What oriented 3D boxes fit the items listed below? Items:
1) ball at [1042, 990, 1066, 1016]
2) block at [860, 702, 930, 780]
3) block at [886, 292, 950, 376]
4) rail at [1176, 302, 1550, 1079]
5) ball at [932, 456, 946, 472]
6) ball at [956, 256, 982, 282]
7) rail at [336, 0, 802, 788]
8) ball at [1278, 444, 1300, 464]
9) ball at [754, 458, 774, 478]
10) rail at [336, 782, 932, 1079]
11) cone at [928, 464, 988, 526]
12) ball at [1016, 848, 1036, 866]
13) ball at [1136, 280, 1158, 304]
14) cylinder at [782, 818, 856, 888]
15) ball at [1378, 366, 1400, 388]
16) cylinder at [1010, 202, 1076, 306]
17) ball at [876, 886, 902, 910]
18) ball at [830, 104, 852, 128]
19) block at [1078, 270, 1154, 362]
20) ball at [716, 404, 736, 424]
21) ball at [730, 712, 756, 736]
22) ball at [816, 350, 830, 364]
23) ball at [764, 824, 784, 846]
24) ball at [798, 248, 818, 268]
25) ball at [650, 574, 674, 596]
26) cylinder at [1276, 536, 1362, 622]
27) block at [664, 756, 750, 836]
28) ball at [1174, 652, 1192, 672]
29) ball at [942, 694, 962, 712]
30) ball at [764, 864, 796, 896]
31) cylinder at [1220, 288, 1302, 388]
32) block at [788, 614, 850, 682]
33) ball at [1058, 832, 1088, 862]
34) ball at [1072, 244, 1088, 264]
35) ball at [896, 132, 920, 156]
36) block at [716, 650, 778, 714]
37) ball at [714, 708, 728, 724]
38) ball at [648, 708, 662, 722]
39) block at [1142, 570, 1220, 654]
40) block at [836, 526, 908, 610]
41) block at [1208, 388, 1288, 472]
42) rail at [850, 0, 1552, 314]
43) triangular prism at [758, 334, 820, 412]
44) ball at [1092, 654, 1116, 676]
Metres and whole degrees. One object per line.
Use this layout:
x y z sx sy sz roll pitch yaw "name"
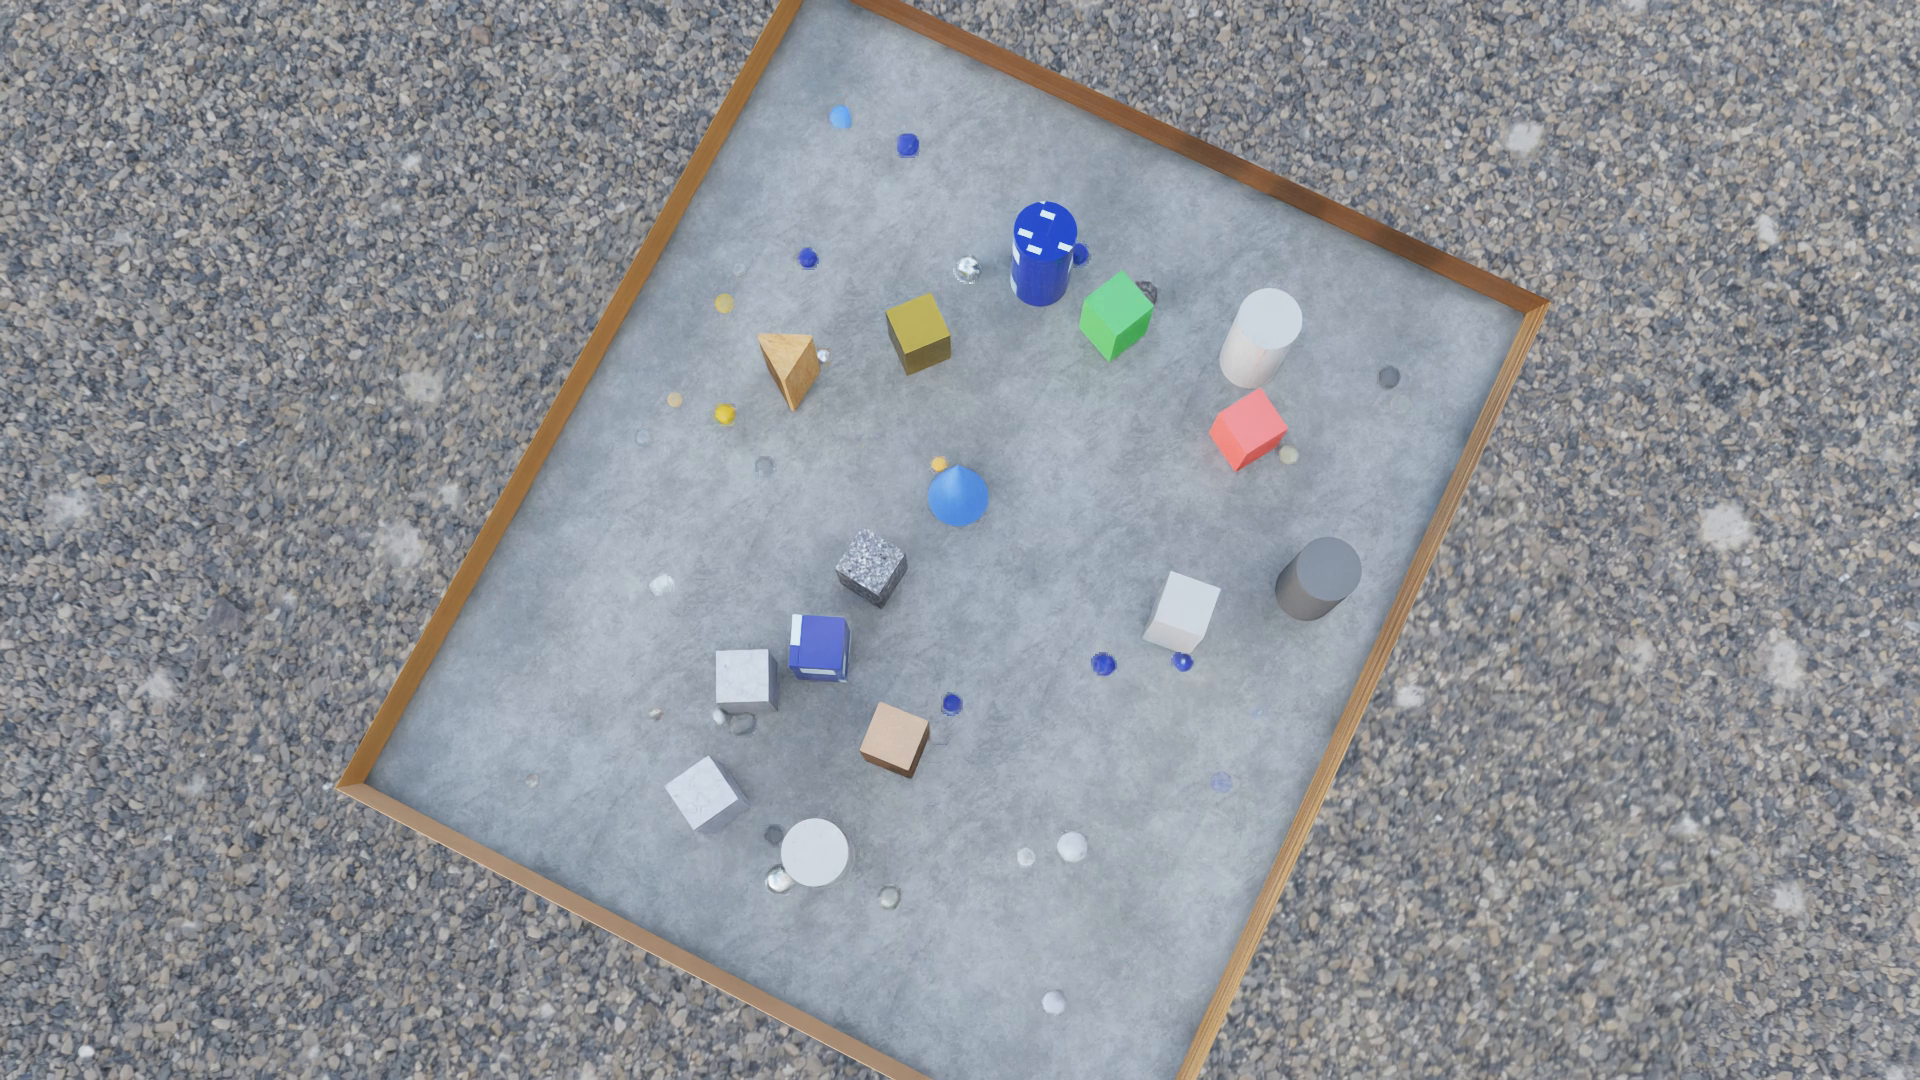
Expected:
0.273 1.338 5.303 0.072 0.072 0.072 0 78 0 "ball"
-0.185 0.585 5.319 0.149 0.346 0.149 22 79 4 "block"
-0.127 -0.631 5.631 0.149 0.228 0.149 -23 79 -5 "block"
1.139 0.564 5.437 0.045 0.121 2.965 26 80 5 "rail"
-0.065 -0.232 5.622 0.047 0.047 0.047 0 78 0 "ball"
0.027 -0.853 5.751 0.081 0.081 0.081 0 78 0 "ball"
-1.139 -0.551 5.667 0.045 0.121 2.965 26 80 5 "rail"
1.012 -0.263 5.639 0.062 0.062 0.062 0 78 0 "ball"
-0.601 -0.222 5.631 0.061 0.061 0.061 0 78 0 "ball"
-0.652 1.284 5.288 2.594 0.121 0.045 26 80 5 "rail"
-0.005 -0.175 5.444 0.187 0.407 0.187 0 78 0 "cone"
0.195 0.933 5.396 0.054 0.054 0.054 0 78 0 "ball"
0.573 -0.765 5.728 0.091 0.091 0.091 0 78 0 "ball"
-0.403 0.901 5.253 0.187 0.346 0.187 0 78 0 "cylinder"
1.333 -0.506 5.687 0.067 0.067 0.067 0 78 0 "ball"
0.251 -0.867 5.588 0.187 0.407 0.187 0 78 0 "cylinder"
-0.208 1.047 5.363 0.072 0.072 0.072 0 78 0 "ball"
-0.381 -1.354 5.859 0.073 0.073 0.073 0 78 0 "ball"
0.477 -0.684 5.623 0.149 0.264 0.149 -39 81 -7 "block"
-0.725 -0.391 5.665 0.064 0.064 0.064 0 78 0 "ball"
-0.648 0.548 5.461 0.074 0.074 0.074 0 78 0 "ball"
-0.427 -0.569 5.693 0.046 0.046 0.046 0 78 0 "ball"
-0.548 0.870 5.406 0.060 0.060 0.060 0 78 0 "ball"
-0.480 -0.888 5.768 0.063 0.063 0.063 0 78 0 "ball"
-0.904 0.136 5.553 0.069 0.069 0.069 0 78 0 "ball"
1.054 0.119 5.407 0.187 0.361 0.187 0 78 0 "cylinder"
-0.724 0.740 5.290 0.149 0.339 0.149 -35 80 -7 "block"
0.671 0.367 5.511 0.057 0.057 0.057 0 78 0 "ball"
-0.025 0.490 5.487 0.055 0.055 0.055 0 78 0 "ball"
-0.525 0.997 5.363 0.093 0.093 0.093 0 78 0 "ball"
0.904 -0.604 5.536 0.187 0.401 0.187 0 78 0 "cylinder"
-0.410 0.322 5.396 0.149 0.302 0.149 4 78 1 "block"
0.331 0.903 5.384 0.090 0.090 0.090 0 78 0 "ball"
0.371 -0.898 5.760 0.067 0.067 0.067 0 78 0 "ball"
-0.166 -1.260 5.839 0.074 0.074 0.074 0 78 0 "ball"
-0.623 0.418 5.385 0.149 0.285 0.149 -2 78 0 "block"
-0.716 0.526 5.479 0.045 0.045 0.045 0 78 0 "ball"
-0.911 0.524 5.486 0.043 0.043 0.043 0 78 0 "ball"
0.646 0.219 5.383 0.149 0.368 0.149 20 79 4 "block"
-0.262 0.085 5.472 0.149 0.248 0.149 32 80 6 "block"
0.874 -0.332 5.569 0.149 0.227 0.149 -31 80 -6 "block"
0.652 -1.271 5.816 2.594 0.121 0.045 26 80 5 "rail"
-0.538 -0.536 5.558 0.140 0.332 0.162 31 80 6 "triangular prism"
0.432 0.376 5.504 0.067 0.067 0.067 0 78 0 "ball"
